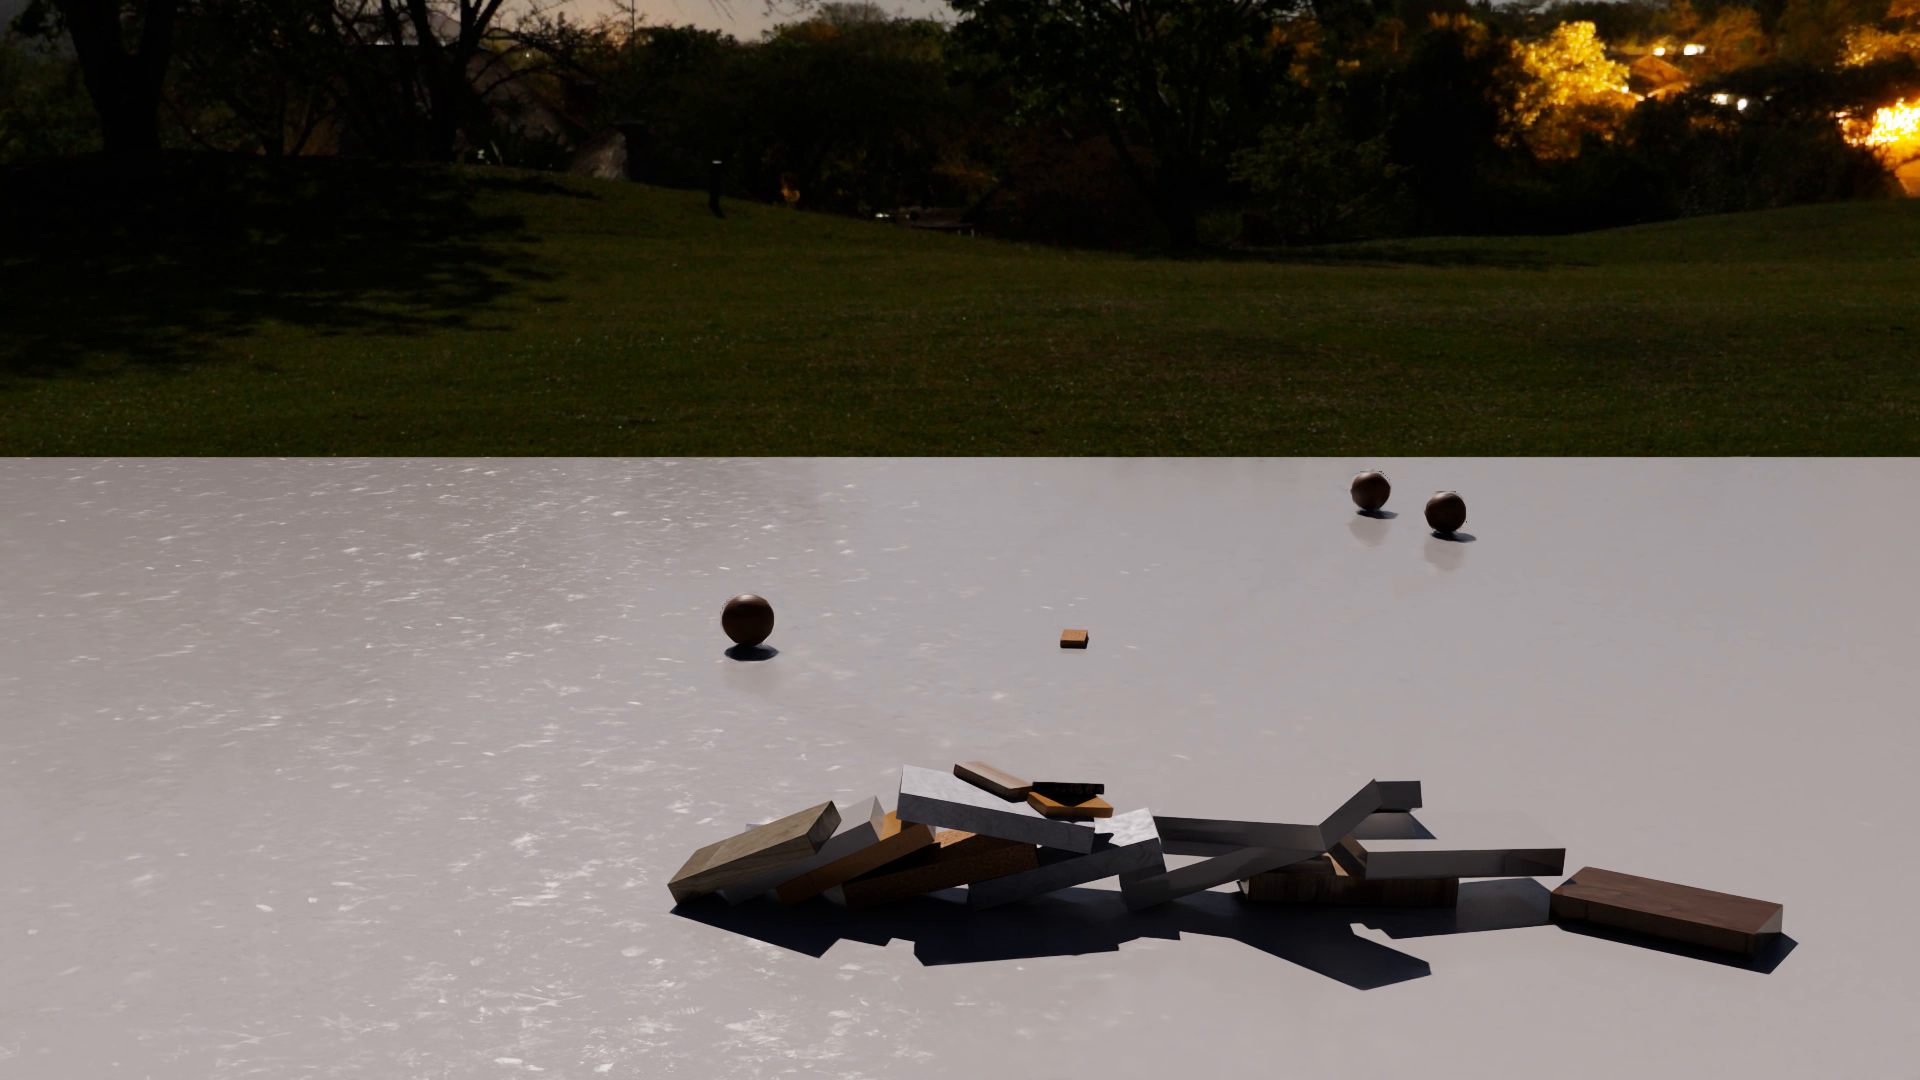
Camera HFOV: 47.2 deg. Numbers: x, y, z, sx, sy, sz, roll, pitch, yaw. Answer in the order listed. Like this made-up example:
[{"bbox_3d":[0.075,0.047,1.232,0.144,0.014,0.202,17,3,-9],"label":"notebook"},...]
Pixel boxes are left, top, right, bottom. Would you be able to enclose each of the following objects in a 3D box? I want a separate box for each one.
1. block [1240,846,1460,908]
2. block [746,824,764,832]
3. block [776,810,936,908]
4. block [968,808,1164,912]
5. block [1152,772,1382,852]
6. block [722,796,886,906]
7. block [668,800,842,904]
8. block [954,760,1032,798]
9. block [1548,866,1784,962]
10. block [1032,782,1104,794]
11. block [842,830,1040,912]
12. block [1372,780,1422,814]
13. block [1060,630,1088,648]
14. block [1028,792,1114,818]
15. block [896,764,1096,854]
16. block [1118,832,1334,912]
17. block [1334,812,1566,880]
[{"bbox_3d":[0.639,0.551,3.673,0.345,0.049,0.172,3,13,-3],"label":"block"},{"bbox_3d":[-0.264,0.524,3.754,0.208,0.076,0.022,4,36,-8],"label":"block"},{"bbox_3d":[-0.170,0.517,3.649,0.271,0.038,0.135,-25,9,5],"label":"block"},{"bbox_3d":[0.171,0.529,3.656,0.319,0.045,0.160,-15,10,2],"label":"block"},{"bbox_3d":[0.501,0.443,3.610,0.350,0.046,0.161,-4,20,47],"label":"block"},{"bbox_3d":[-0.258,0.515,3.652,0.271,0.038,0.135,-25,9,7],"label":"block"},{"bbox_3d":[-0.338,0.515,3.628,0.271,0.038,0.135,-22,10,20],"label":"block"},{"bbox_3d":[0.056,0.400,3.674,0.127,0.018,0.063,20,14,41],"label":"block"},{"bbox_3d":[1.127,0.595,3.516,0.321,0.046,0.161,7,13,35],"label":"block"},{"bbox_3d":[0.181,0.413,3.660,0.063,0.018,0.127,-2,-7,34],"label":"block"},{"bbox_3d":[-0.032,0.533,3.653,0.319,0.045,0.160,-13,10,3],"label":"block"},{"bbox_3d":[0.669,0.467,3.831,0.161,0.046,0.321,0,-15,-10],"label":"block"},{"bbox_3d":[0.284,0.245,5.481,0.060,0.017,0.120,1,11,7],"label":"block"},{"bbox_3d":[0.181,0.436,3.611,0.127,0.018,0.063,5,12,-28],"label":"block"},{"bbox_3d":[0.058,0.443,3.624,0.320,0.045,0.160,11,10,-2],"label":"block"},{"bbox_3d":[0.432,0.510,3.641,0.345,0.049,0.172,-18,13,5],"label":"block"},{"bbox_3d":[0.812,0.509,3.677,0.345,0.049,0.172,1,14,-11],"label":"block"}]
